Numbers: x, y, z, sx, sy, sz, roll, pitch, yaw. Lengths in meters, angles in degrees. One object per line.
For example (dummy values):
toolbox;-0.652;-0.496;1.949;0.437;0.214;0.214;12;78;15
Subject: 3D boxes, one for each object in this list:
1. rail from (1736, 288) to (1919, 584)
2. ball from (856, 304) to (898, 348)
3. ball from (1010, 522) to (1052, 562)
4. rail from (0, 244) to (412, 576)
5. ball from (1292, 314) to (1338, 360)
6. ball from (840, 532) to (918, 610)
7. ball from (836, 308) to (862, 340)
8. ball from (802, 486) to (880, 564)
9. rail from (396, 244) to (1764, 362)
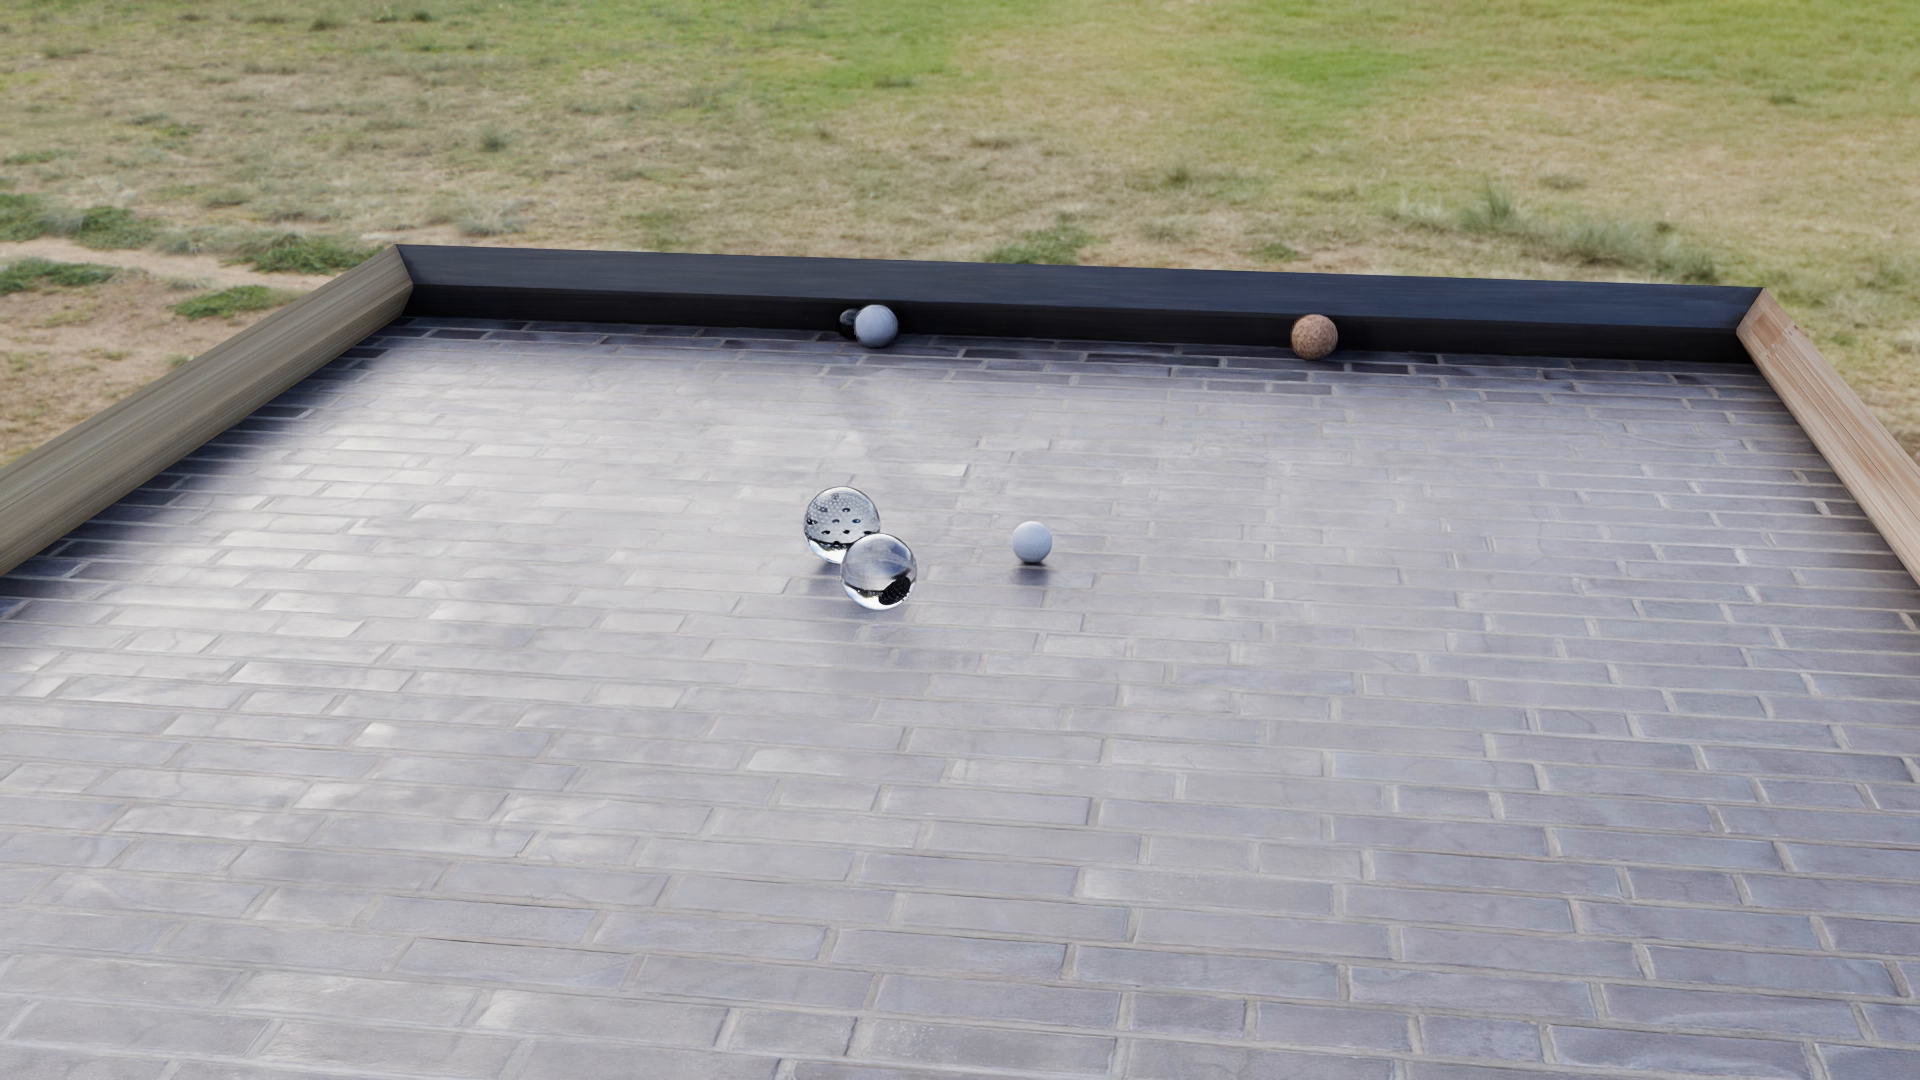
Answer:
rail;0.957;0.404;1.489;0.045;0.124;4.407;3;20;7
ball;-0.138;-0.355;3.640;0.071;0.071;0.071;0;20;0
ball;0.088;0.002;2.694;0.051;0.051;0.051;0;20;0
rail;-1.263;0.297;1.781;0.045;0.124;4.407;3;20;7
ball;0.575;-0.329;3.566;0.074;0.074;0.074;0;20;0
ball;-0.094;0.037;2.544;0.090;0.090;0.090;0;20;0
ball;-0.181;-0.363;3.688;0.054;0.054;0.054;0;20;0
ball;-0.144;-0.018;2.686;0.095;0.095;0.095;0;20;0
rail;0.150;-0.392;3.662;2.289;0.124;0.045;3;20;7
